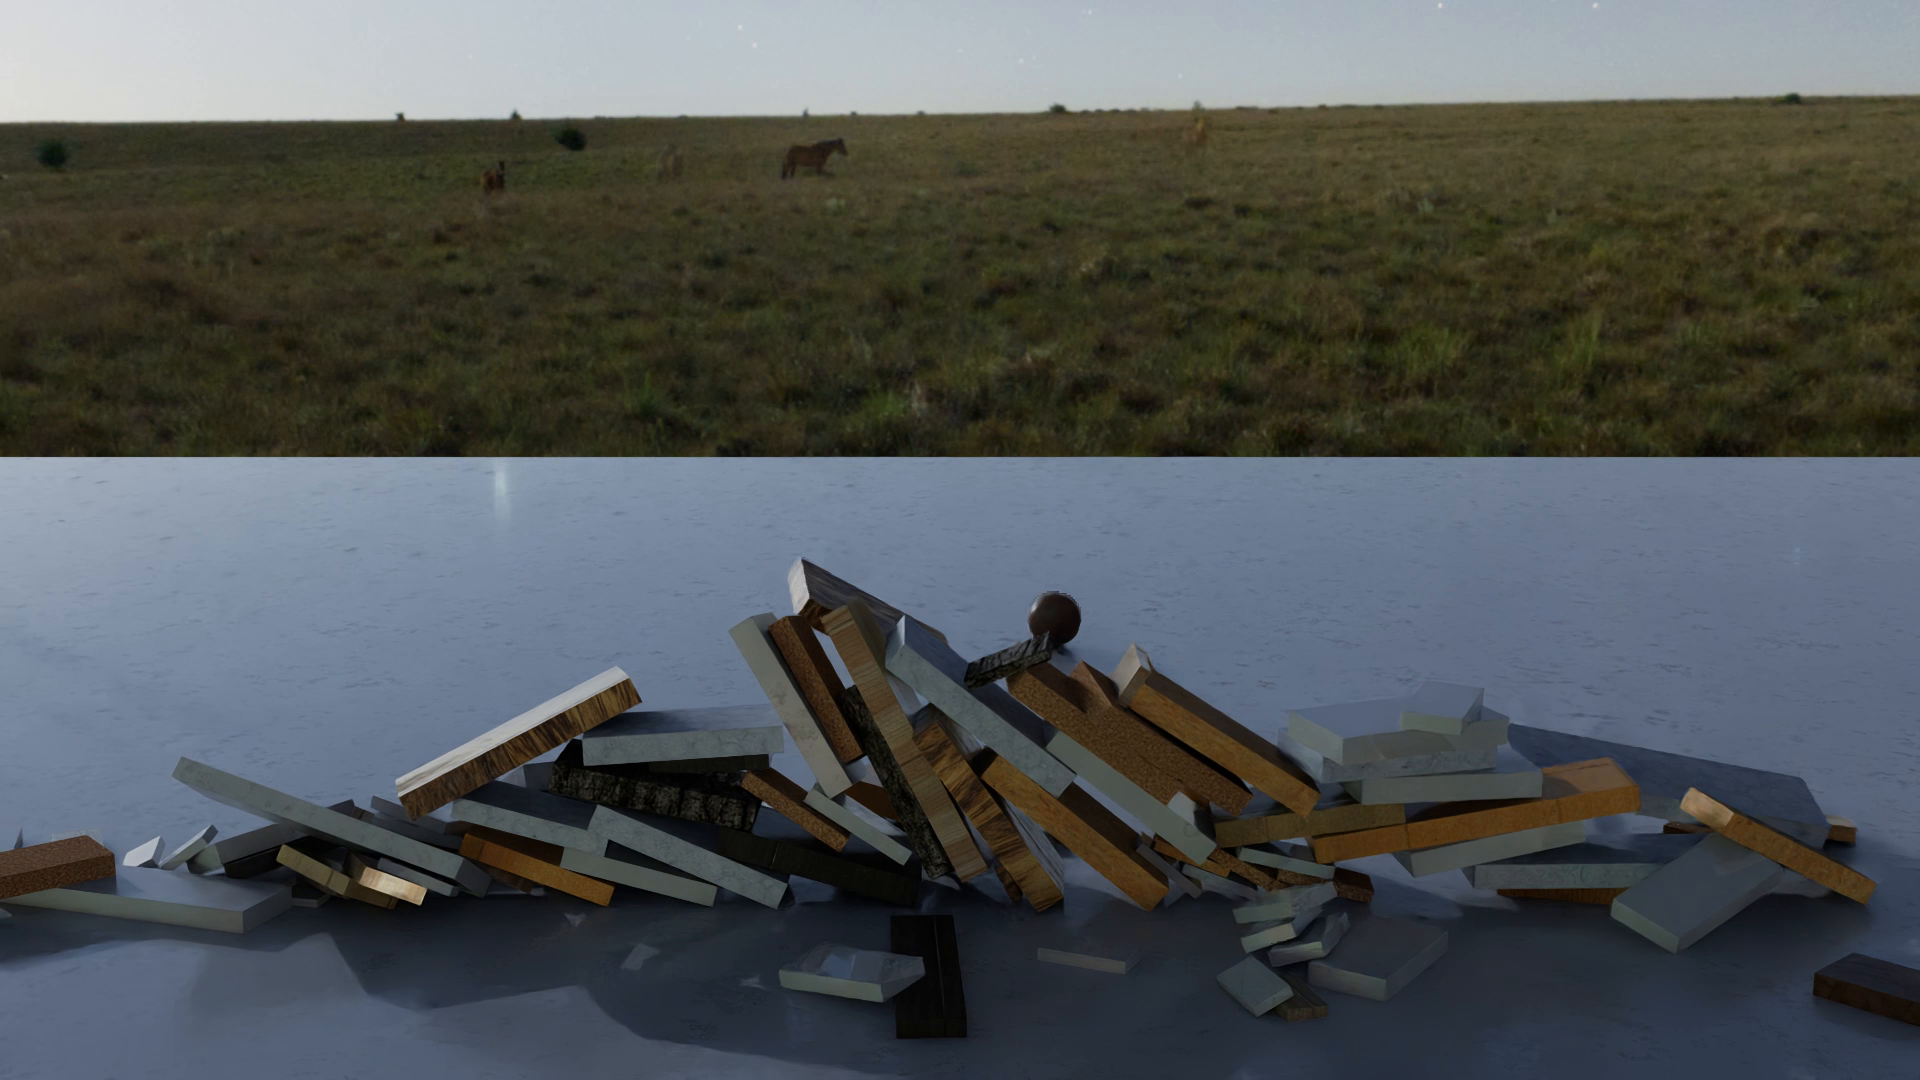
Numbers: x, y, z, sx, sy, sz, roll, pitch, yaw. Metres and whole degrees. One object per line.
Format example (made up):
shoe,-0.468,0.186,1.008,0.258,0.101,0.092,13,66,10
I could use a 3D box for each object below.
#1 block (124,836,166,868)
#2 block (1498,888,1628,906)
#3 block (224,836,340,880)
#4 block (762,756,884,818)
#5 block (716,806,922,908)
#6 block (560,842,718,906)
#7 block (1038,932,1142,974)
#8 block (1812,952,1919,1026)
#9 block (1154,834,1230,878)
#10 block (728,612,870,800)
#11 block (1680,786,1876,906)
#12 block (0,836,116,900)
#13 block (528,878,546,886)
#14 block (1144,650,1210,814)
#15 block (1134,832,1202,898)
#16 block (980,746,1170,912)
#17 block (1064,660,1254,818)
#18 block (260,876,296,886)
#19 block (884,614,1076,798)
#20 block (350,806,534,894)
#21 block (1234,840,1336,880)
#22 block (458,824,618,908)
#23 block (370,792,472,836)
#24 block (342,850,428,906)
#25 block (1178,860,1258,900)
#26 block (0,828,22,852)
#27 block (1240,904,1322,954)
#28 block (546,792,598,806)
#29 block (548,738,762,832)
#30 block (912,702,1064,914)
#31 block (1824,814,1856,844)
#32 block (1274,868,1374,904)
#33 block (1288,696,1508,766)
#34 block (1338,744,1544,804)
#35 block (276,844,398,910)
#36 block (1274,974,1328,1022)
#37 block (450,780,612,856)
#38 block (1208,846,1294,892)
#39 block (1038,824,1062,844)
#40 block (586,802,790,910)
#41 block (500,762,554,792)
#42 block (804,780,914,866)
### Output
block,-1.404,0.549,3.774,0.063,0.018,0.125,-28,15,-7
block,1.026,0.570,3.685,0.236,0.033,0.118,3,11,16
block,-1.133,0.531,3.742,0.208,0.029,0.104,-17,0,-36
block,-0.272,0.479,4.131,0.178,0.050,0.356,-3,11,-16
block,-0.231,0.519,3.662,0.335,0.047,0.167,16,9,-3
block,-0.525,0.539,3.658,0.257,0.036,0.129,15,10,-3
block,0.199,0.634,3.376,0.143,0.020,0.072,5,12,24
block,1.383,0.662,3.186,0.122,0.035,0.245,-9,14,-41
block,0.387,0.522,3.666,0.130,0.018,0.065,21,11,1
block,-0.268,0.274,3.689,0.046,0.324,0.162,-32,-3,7
block,1.356,0.506,3.649,0.293,0.042,0.147,26,5,-12
block,-1.543,0.544,3.613,0.260,0.037,0.130,-9,14,-40
block,-0.738,0.552,3.705,0.090,0.013,0.045,28,8,-16
block,0.383,0.365,3.940,0.047,0.333,0.166,-25,0,4
block,0.347,0.541,3.664,0.130,0.018,0.065,39,10,-4
block,0.190,0.460,3.649,0.356,0.050,0.178,39,10,-5
block,0.327,0.327,3.613,0.322,0.046,0.161,34,11,-25
block,-1.155,0.577,3.651,0.092,0.013,0.046,-10,8,14
block,0.033,0.271,3.613,0.356,0.050,0.178,38,10,-9
block,-0.875,0.522,3.709,0.344,0.022,0.076,16,-17,25
block,0.537,0.523,3.646,0.159,0.023,0.080,12,11,-3
block,-0.692,0.528,3.656,0.257,0.036,0.129,21,10,-4
block,-0.903,0.458,3.689,0.153,0.022,0.076,16,5,22
block,-0.940,0.550,3.588,0.104,0.029,0.208,25,-9,-21
block,0.430,0.559,3.664,0.130,0.018,0.065,21,11,-1
block,-1.698,0.543,3.862,0.078,0.022,0.157,-3,11,-16
block,0.502,0.598,3.427,0.085,0.024,0.171,-23,-4,23
block,-0.600,0.493,3.833,0.261,0.130,0.037,-5,12,-26
block,-0.497,0.404,3.644,0.335,0.047,0.167,11,9,-1
block,0.050,0.433,3.636,0.050,0.356,0.178,-35,7,8
block,1.501,0.507,3.960,0.194,0.028,0.097,8,6,11
block,0.604,0.561,3.657,0.159,0.023,0.080,14,11,1
block,0.714,0.305,3.583,0.318,0.045,0.159,-4,14,-23
block,0.786,0.386,3.638,0.309,0.044,0.154,-1,12,-10
block,-1.026,0.555,3.625,0.208,0.029,0.104,13,-12,42
block,0.480,0.667,3.208,0.063,0.018,0.127,-3,11,-16
block,-0.701,0.455,3.642,0.257,0.036,0.129,15,10,-3
block,0.480,0.541,3.660,0.159,0.023,0.080,29,11,0
block,0.088,0.526,3.936,0.198,0.028,0.099,-5,12,-24
block,-0.444,0.501,3.658,0.335,0.047,0.167,24,9,-5
block,-0.637,0.425,3.909,0.344,0.049,0.172,-3,-17,-32
block,-0.165,0.467,3.659,0.196,0.028,0.098,33,5,0
